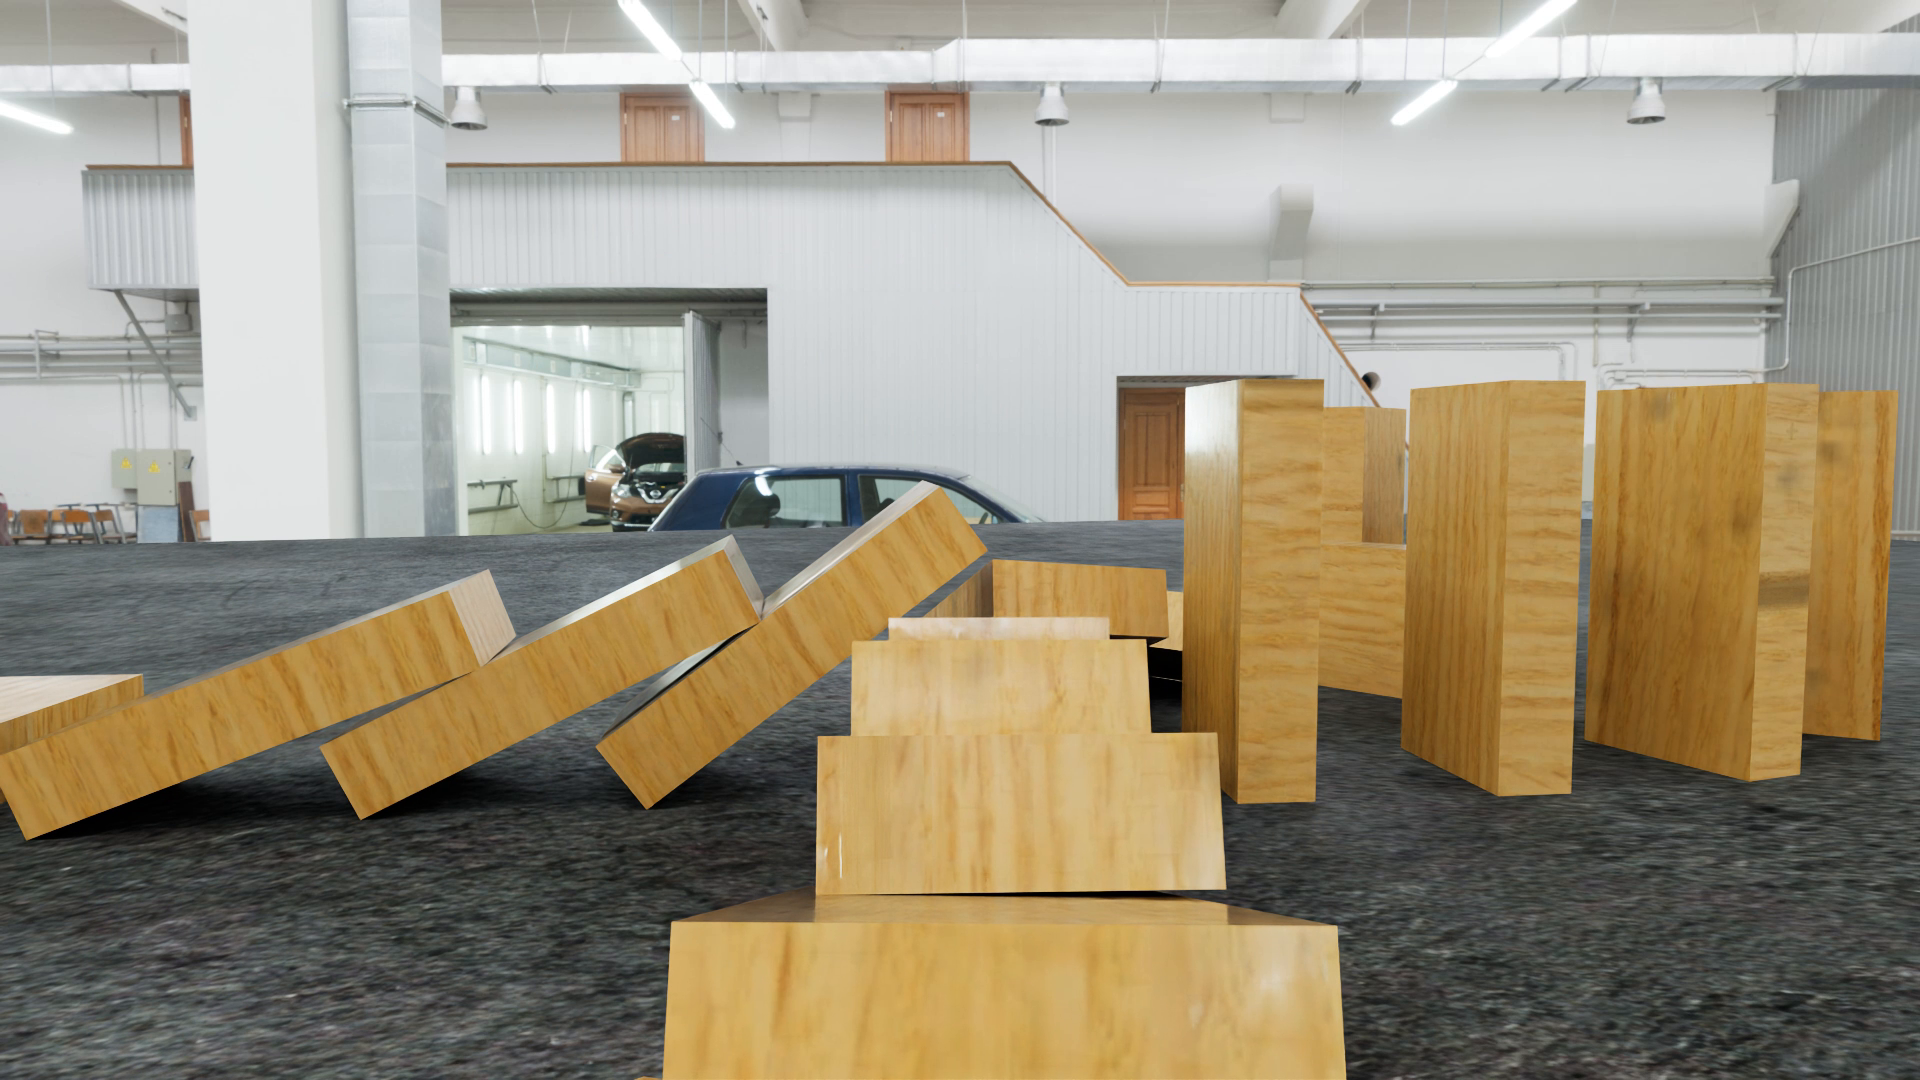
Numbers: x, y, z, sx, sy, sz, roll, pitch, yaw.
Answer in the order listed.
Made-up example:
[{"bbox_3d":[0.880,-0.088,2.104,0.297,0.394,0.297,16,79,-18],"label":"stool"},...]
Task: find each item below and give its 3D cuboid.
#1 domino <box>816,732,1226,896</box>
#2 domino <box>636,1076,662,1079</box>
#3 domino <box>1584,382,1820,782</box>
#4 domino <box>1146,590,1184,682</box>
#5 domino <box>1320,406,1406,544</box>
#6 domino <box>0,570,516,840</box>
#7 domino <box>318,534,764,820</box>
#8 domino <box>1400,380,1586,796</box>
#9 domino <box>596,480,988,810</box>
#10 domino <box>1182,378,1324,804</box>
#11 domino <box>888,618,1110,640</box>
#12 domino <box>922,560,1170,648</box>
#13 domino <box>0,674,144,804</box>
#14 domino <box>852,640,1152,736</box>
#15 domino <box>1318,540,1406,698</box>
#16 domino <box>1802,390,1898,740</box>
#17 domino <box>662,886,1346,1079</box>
[{"bbox_3d":[0.003,0.023,0.103,0.025,0.010,0.050,0,-14,-2],"label":"domino"},{"bbox_3d":[-0.011,0.028,0.040,0.025,0.009,0.050,1,-13,15],"label":"domino"},{"bbox_3d":[0.099,0.005,0.173,0.009,0.050,0.025,-2,5,-23],"label":"domino"},{"bbox_3d":[0.028,0.016,0.228,0.050,0.009,0.025,4,-18,44],"label":"domino"},{"bbox_3d":[0.085,-0.003,0.273,0.009,0.050,0.025,3,5,37],"label":"domino"},{"bbox_3d":[-0.081,0.018,0.153,0.050,0.010,0.025,-21,8,-8],"label":"domino"},{"bbox_3d":[-0.049,0.015,0.159,0.050,0.009,0.025,-26,7,-5],"label":"domino"},{"bbox_3d":[0.068,0.005,0.166,0.009,0.050,0.025,-1,4,-7],"label":"domino"},{"bbox_3d":[-0.021,0.012,0.162,0.050,0.009,0.025,-37,7,-3],"label":"domino"},{"bbox_3d":[0.036,0.005,0.163,0.009,0.050,0.025,0,4,-6],"label":"domino"},{"bbox_3d":[0.004,0.018,0.169,0.025,0.010,0.050,0,-12,-2],"label":"domino"},{"bbox_3d":[0.010,0.014,0.196,0.025,0.009,0.050,4,-16,-15],"label":"domino"},{"bbox_3d":[-0.127,0.026,0.158,0.025,0.009,0.050,0,4,-6],"label":"domino"},{"bbox_3d":[0.002,0.020,0.132,0.025,0.010,0.050,0,-16,-2],"label":"domino"},{"bbox_3d":[0.069,0.013,0.226,0.010,0.025,0.050,-4,6,-42],"label":"domino"},{"bbox_3d":[0.124,0.003,0.193,0.025,0.050,0.009,3,5,31],"label":"domino"},{"bbox_3d":[0.001,0.025,0.071,0.025,0.010,0.050,1,-14,-1],"label":"domino"}]
